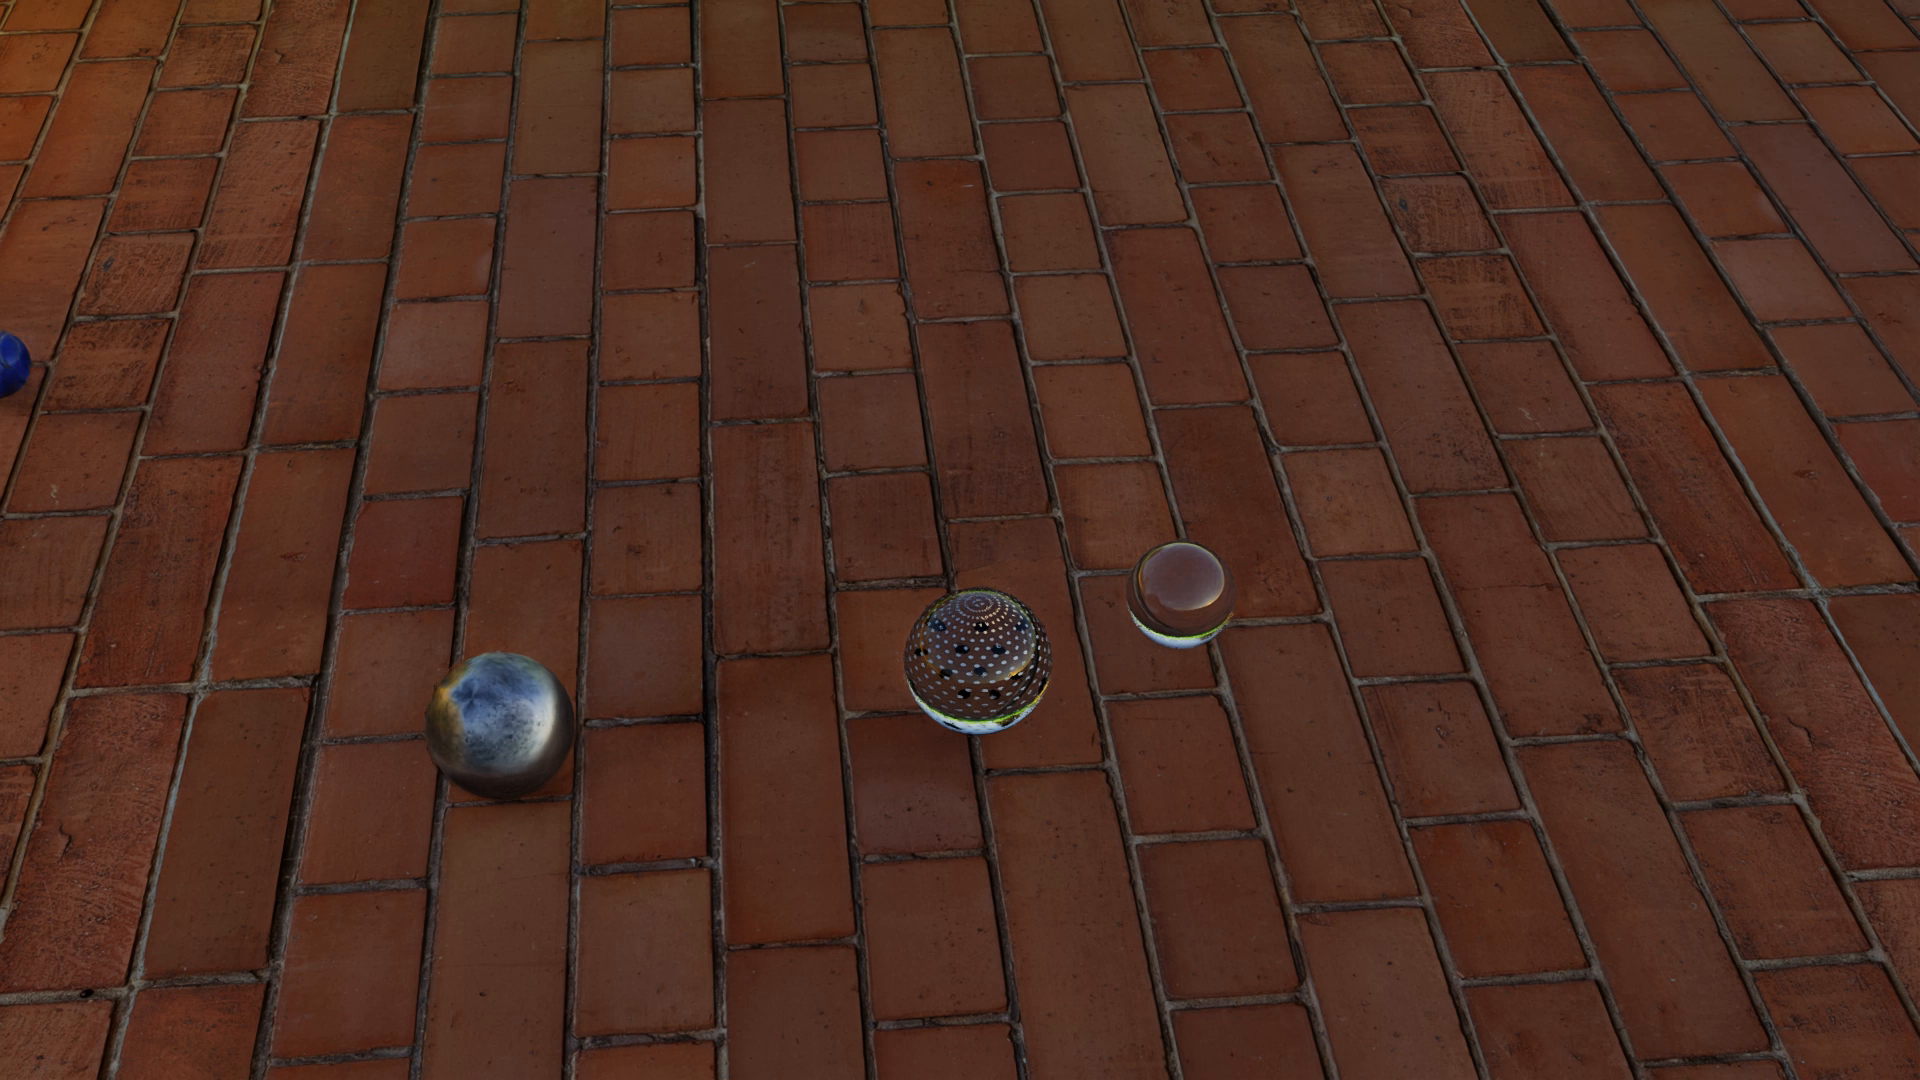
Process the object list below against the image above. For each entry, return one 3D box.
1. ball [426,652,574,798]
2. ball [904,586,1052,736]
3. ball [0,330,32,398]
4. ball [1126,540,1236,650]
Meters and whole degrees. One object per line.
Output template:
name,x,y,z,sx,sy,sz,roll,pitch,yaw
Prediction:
ball,-0.260,0.104,1.449,0.083,0.083,0.083,0,36,0
ball,0.010,0.070,1.493,0.086,0.086,0.086,0,36,0
ball,-0.673,-0.123,1.788,0.048,0.048,0.048,0,36,0
ball,0.134,0.033,1.561,0.066,0.066,0.066,0,36,0
